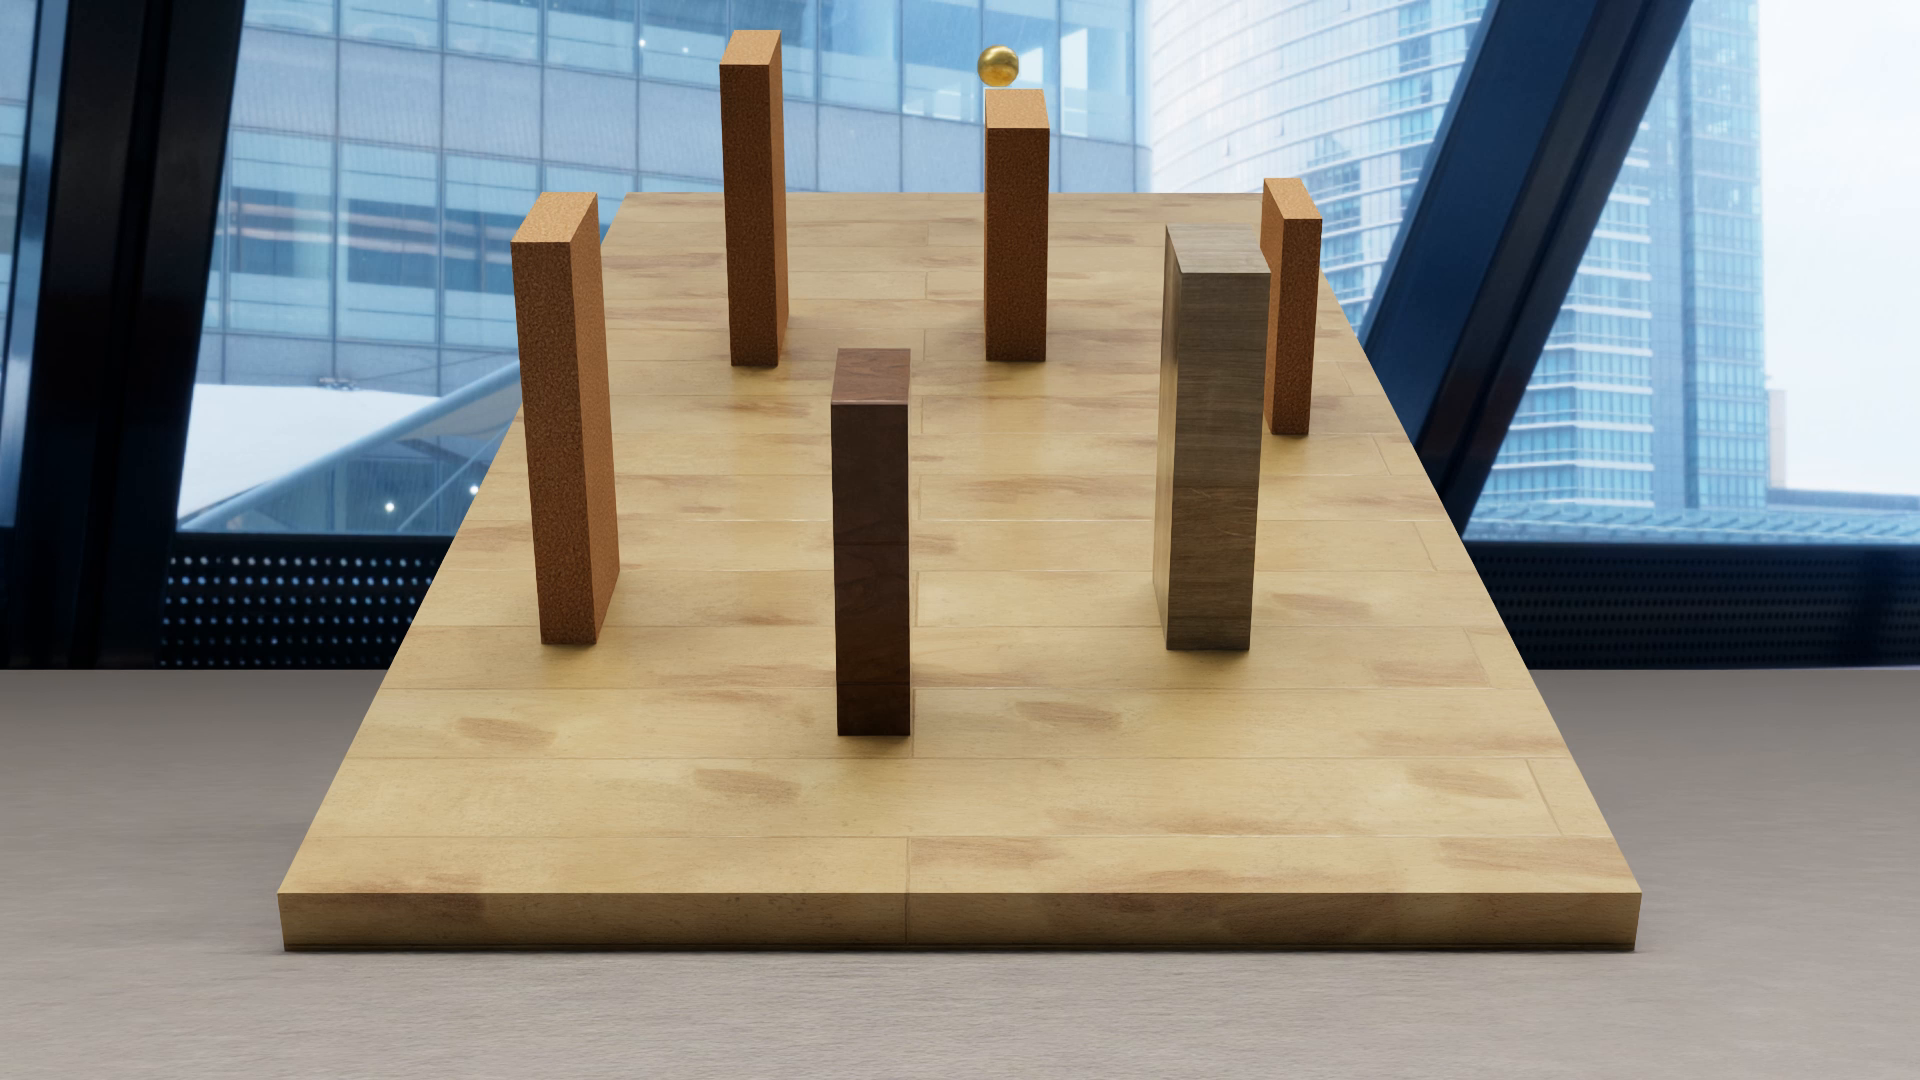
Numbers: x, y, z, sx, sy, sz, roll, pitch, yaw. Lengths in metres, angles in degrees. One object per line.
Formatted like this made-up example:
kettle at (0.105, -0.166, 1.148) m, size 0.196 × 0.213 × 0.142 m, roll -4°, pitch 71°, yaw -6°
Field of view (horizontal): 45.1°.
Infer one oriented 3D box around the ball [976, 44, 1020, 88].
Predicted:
ball at (0.112, -1.388, 6.787) m, size 0.127 × 0.127 × 0.127 m, roll 0°, pitch -3°, yaw 0°

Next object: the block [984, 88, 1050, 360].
block at (0.135, -0.781, 5.693) m, size 0.145 × 0.570 × 0.426 m, roll 0°, pitch 23°, yaw 0°

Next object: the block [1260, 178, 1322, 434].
block at (0.733, -0.530, 5.209) m, size 0.083 × 0.493 × 0.350 m, roll 0°, pitch 23°, yaw 0°

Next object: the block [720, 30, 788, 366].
block at (-0.495, -0.833, 5.616) m, size 0.114 × 0.725 × 0.411 m, roll 0°, pitch 23°, yaw 0°

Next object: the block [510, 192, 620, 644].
block at (-0.702, -0.219, 4.159) m, size 0.099 × 0.744 × 0.326 m, roll 0°, pitch 23°, yaw 0°

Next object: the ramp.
ramp at (-0.007, -0.226, 5.249) m, size 2.000 × 0.100 × 4.000 m, roll 0°, pitch 23°, yaw 0°

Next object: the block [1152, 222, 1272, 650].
block at (0.443, -0.186, 4.144) m, size 0.149 × 0.700 × 0.310 m, roll 0°, pitch 23°, yaw 0°

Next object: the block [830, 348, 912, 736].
block at (-0.143, 0.002, 3.850) m, size 0.121 × 0.583 × 0.275 m, roll 0°, pitch 23°, yaw 0°
